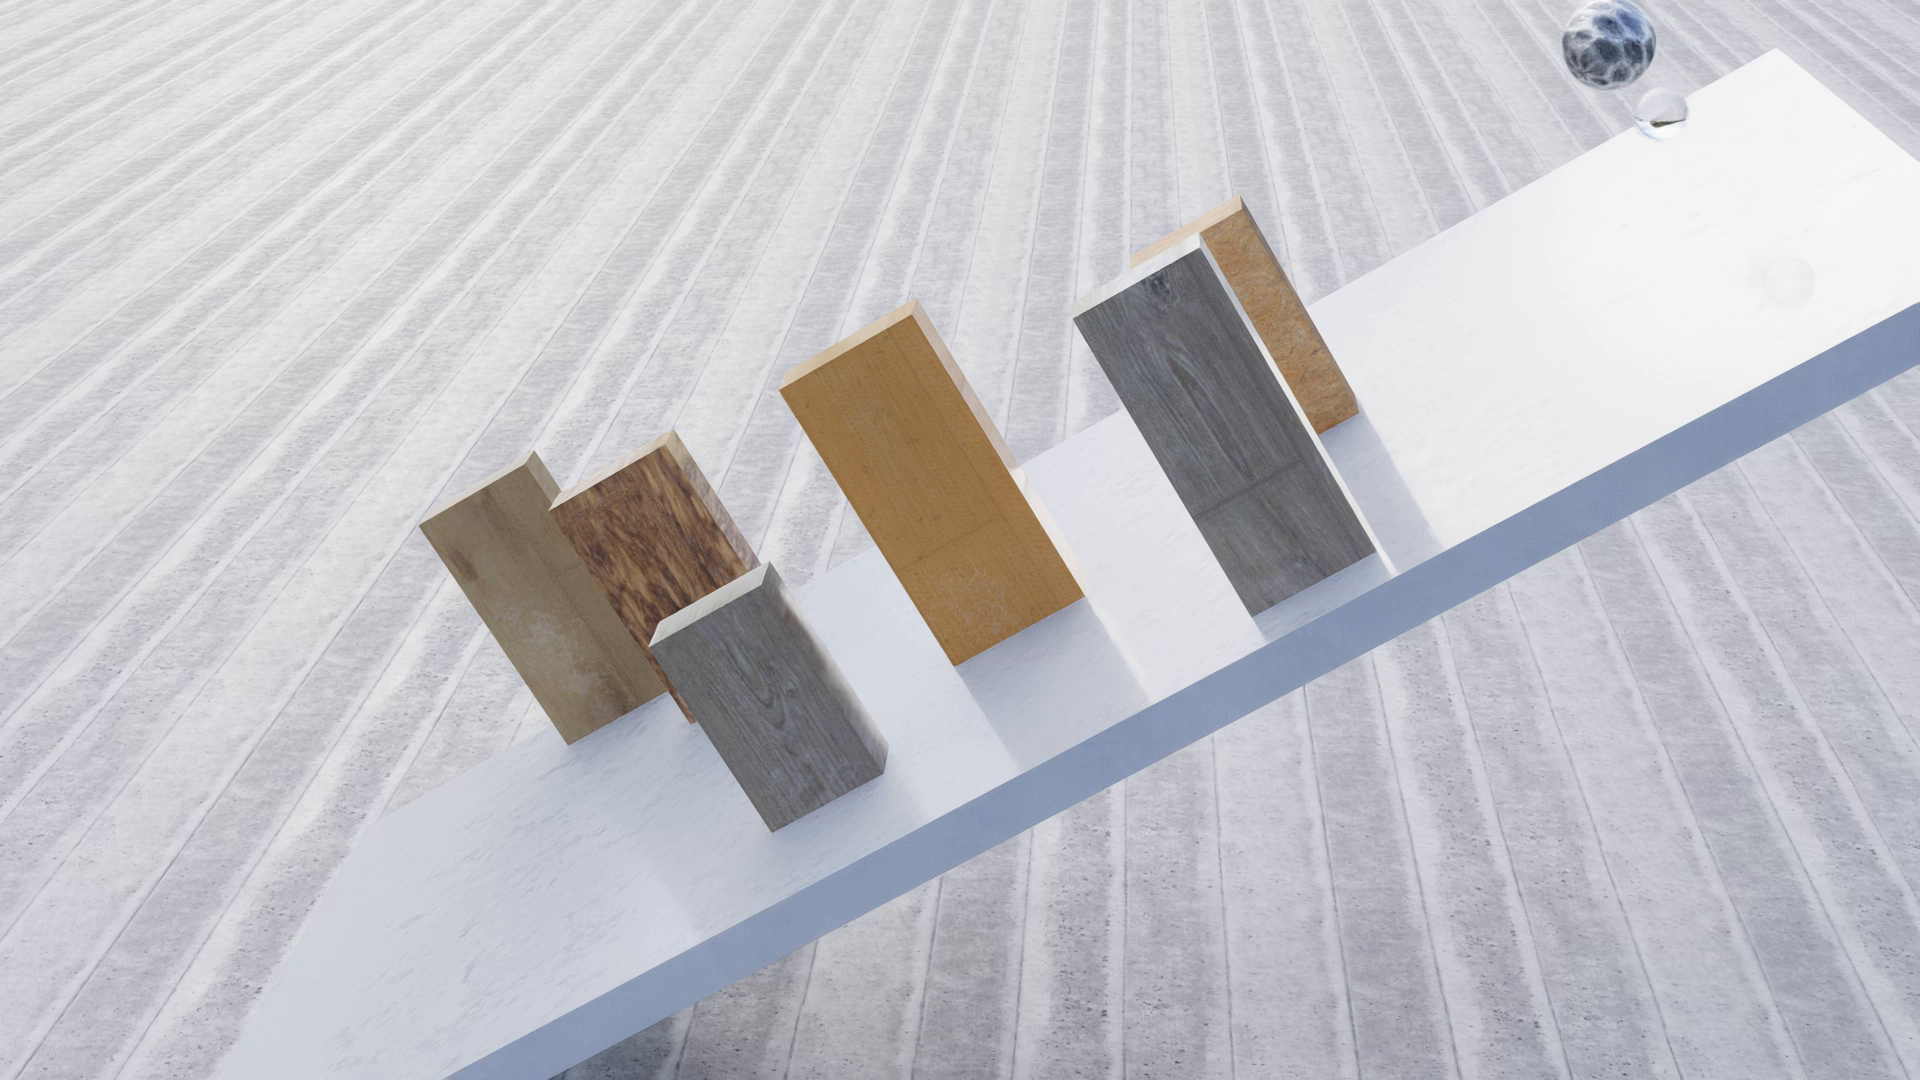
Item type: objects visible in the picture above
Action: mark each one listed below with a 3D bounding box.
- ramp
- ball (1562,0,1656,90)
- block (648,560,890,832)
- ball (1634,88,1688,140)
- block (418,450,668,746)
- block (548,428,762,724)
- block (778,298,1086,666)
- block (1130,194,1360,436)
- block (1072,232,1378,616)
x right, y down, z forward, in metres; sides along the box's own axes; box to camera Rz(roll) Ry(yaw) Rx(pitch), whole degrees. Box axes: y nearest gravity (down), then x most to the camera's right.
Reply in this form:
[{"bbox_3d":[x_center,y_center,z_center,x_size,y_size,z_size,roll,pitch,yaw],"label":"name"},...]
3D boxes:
[{"bbox_3d":[0.142,0.168,6.287,4.000,0.100,2.000,-29,15,12],"label":"ramp"},{"bbox_3d":[1.279,-0.978,5.799,0.183,0.183,0.183,0,19,0],"label":"ball"},{"bbox_3d":[-0.371,0.309,5.777,0.259,0.451,0.141,-29,15,12],"label":"block"},{"bbox_3d":[1.455,-0.884,6.102,0.109,0.109,0.109,0,19,0],"label":"ball"},{"bbox_3d":[-0.998,0.144,7.179,0.312,0.660,0.112,-29,15,12],"label":"block"},{"bbox_3d":[-0.638,0.086,6.753,0.317,0.601,0.124,-29,15,12],"label":"block"},{"bbox_3d":[-0.050,-0.115,6.035,0.315,0.688,0.134,-29,15,12],"label":"block"},{"bbox_3d":[0.593,-0.430,6.128,0.261,0.498,0.141,-29,15,12],"label":"block"},{"bbox_3d":[0.480,-0.205,5.320,0.259,0.650,0.119,-29,15,12],"label":"block"}]
